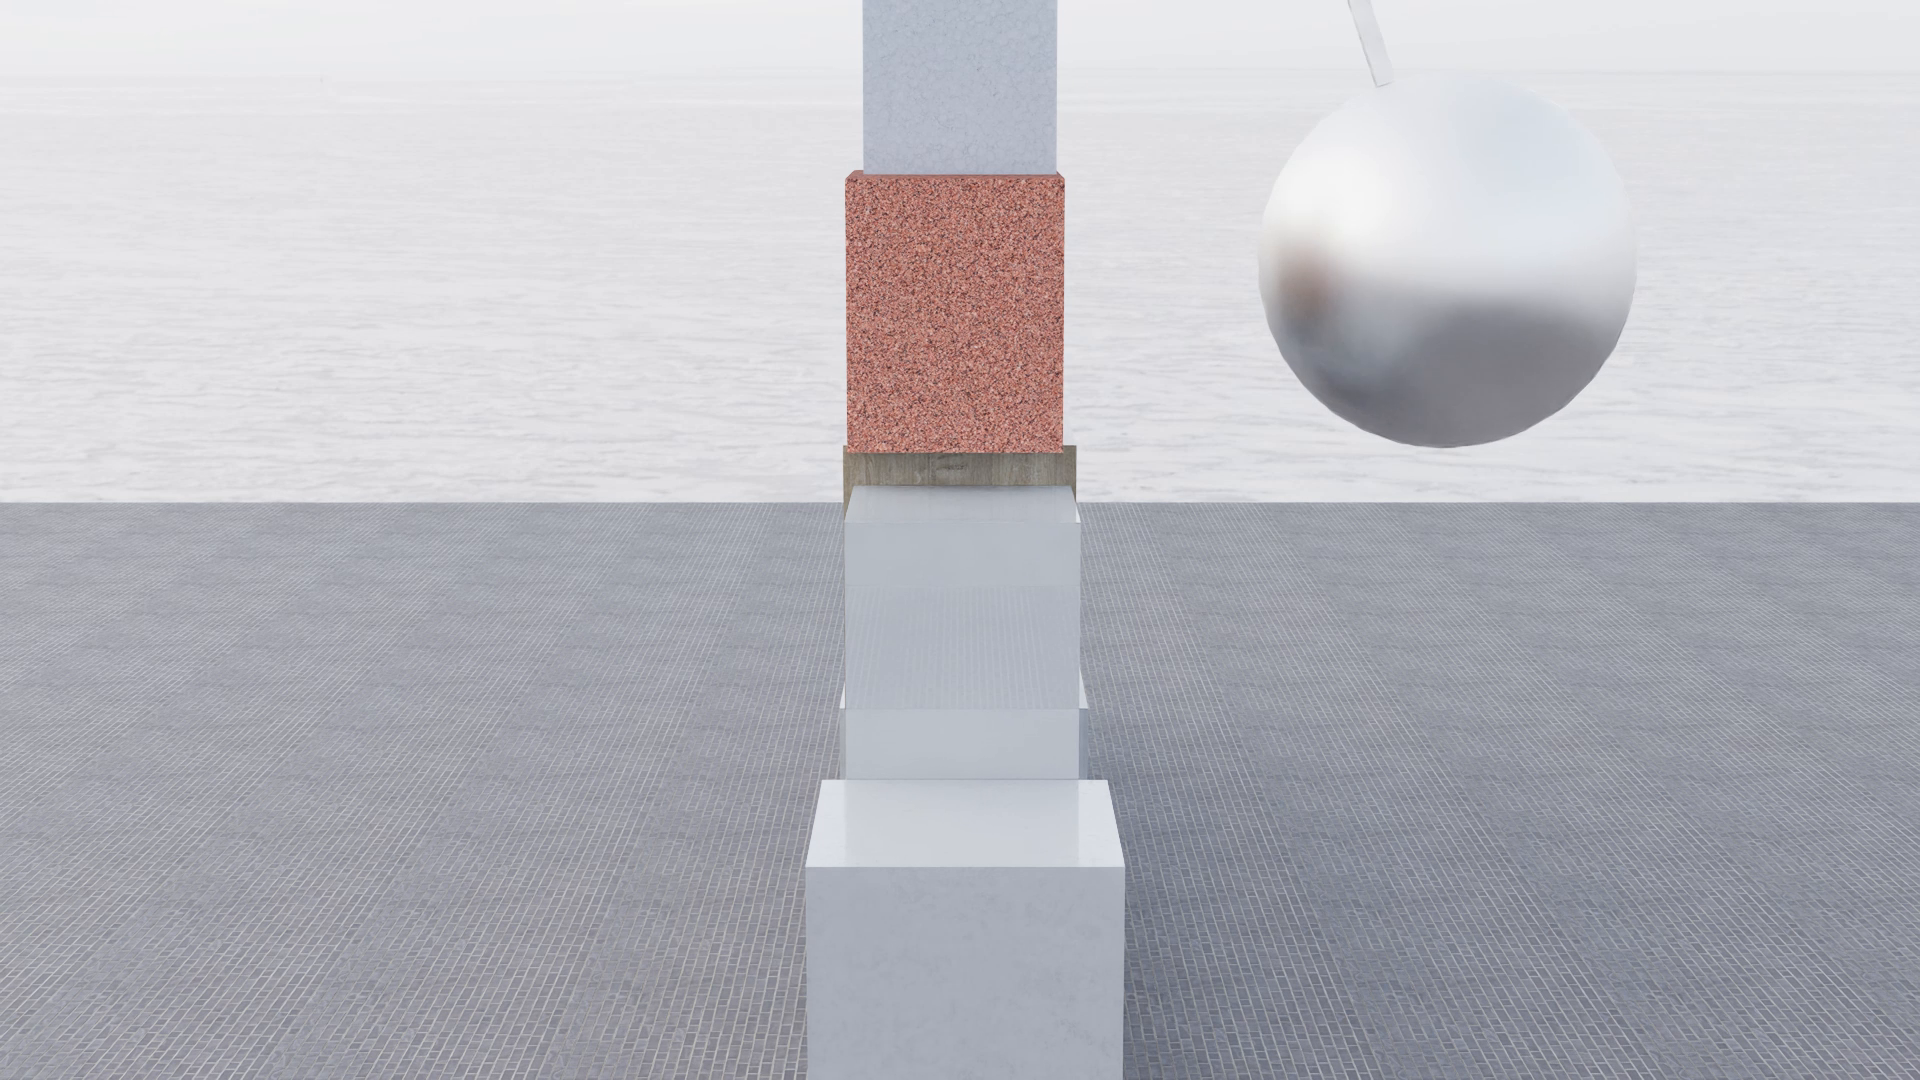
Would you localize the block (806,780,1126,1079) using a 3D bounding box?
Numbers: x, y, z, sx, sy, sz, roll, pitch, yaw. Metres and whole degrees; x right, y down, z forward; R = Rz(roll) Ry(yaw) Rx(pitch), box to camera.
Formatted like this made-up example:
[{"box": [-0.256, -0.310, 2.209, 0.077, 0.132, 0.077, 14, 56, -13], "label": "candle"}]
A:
[{"box": [0.018, 1.438, 9.091, 1.058, 0.919, 1.062, 0, 10, 0], "label": "block"}]

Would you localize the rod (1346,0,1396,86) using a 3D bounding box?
[{"box": [0.899, -4.330, 10.393, 0.080, 5.200, 0.080, -20, 10, 4], "label": "rod"}]

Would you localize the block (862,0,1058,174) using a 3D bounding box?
[{"box": [0.000, -1.911, 10.497, 0.770, 0.796, 0.690, 0, 10, 0], "label": "block"}]

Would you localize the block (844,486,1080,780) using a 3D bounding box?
[{"box": [0.009, 0.345, 9.875, 0.864, 0.988, 0.857, 0, 10, 0], "label": "block"}]

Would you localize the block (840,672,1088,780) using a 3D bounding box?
[{"box": [0.015, 1.062, 11.022, 1.009, 0.966, 1.066, 0, 10, 0], "label": "block"}]

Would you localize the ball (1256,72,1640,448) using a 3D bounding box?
[{"box": [2.074, -1.191, 10.964, 1.600, 1.600, 1.600, 0, 10, 0], "label": "ball"}]

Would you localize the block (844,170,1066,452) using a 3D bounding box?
[{"box": [-0.019, -0.943, 10.351, 0.841, 1.057, 0.931, 0, 10, 0], "label": "block"}]

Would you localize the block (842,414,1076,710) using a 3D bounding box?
[{"box": [-0.001, 0.072, 10.744, 0.929, 1.082, 0.929, 0, 10, 0], "label": "block"}]
